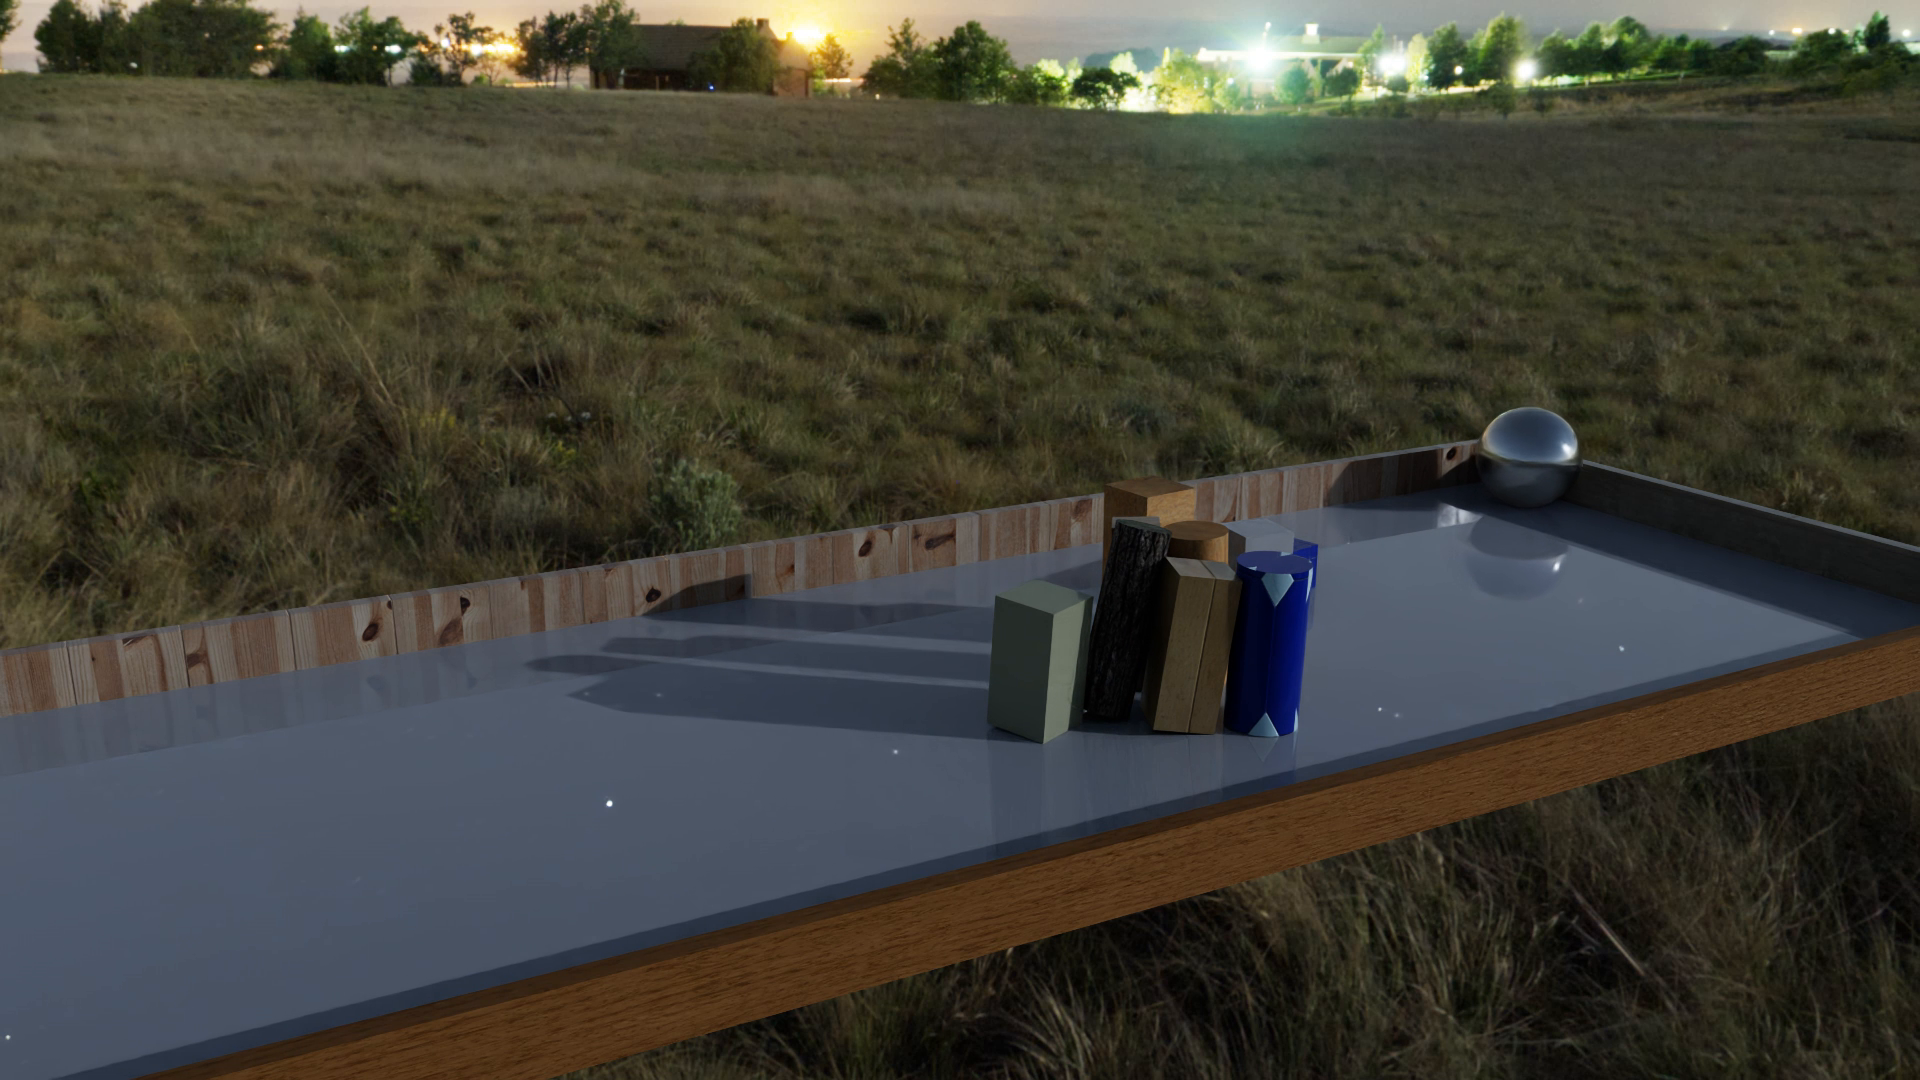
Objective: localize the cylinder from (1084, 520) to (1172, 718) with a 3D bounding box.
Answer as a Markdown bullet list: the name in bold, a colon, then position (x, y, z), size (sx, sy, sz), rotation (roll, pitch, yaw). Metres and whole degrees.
- **cylinder**: position (0.385, 0.185, 3.896), size (0.133, 0.449, 0.133), rotation (12, 9, -2)

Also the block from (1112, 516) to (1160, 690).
- **block**: position (0.438, 0.156, 4.078), size (0.116, 0.411, 0.116), rotation (-1, 14, 6)

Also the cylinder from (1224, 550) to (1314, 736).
- **cylinder**: position (0.714, 0.239, 3.829), size (0.174, 0.395, 0.174), rotation (2, 17, 0)

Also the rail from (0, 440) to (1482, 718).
- **rail**: position (-3.305, 0.497, 3.399), size (12.000, 0.150, 0.050), rotation (-9, 18, -27)

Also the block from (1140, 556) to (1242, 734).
- **block**: position (0.533, 0.245, 3.830), size (0.147, 0.374, 0.147), rotation (5, 16, -8)

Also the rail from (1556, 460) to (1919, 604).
- **rail**: position (2.466, -0.048, 5.253), size (0.050, 0.150, 2.100), rotation (-9, 18, -27)

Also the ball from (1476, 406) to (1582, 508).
- **ball**: position (1.968, -0.288, 5.716), size (0.348, 0.348, 0.348), rotation (0, 16, 0)

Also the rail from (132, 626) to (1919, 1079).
- **rail**: position (-2.336, 1.006, 1.665), size (12.000, 0.150, 0.050), rotation (-9, 18, -27)

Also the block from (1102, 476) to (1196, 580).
- **block**: position (0.499, 0.062, 4.391), size (0.169, 0.424, 0.169), rotation (-11, 20, -34)

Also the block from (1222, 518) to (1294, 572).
- **block**: position (0.785, 0.115, 4.420), size (0.145, 0.307, 0.145), rotation (-6, 17, -20)

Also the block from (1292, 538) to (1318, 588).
- **block**: position (0.873, 0.095, 4.798), size (0.361, 0.131, 0.131), rotation (-14, 21, -39)

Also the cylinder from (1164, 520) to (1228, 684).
- **cylinder**: position (0.583, 0.163, 4.095), size (0.164, 0.391, 0.164), rotation (-2, 17, 1)

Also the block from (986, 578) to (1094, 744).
- **block**: position (0.184, 0.278, 3.824), size (0.162, 0.319, 0.162), rotation (17, 23, 34)
